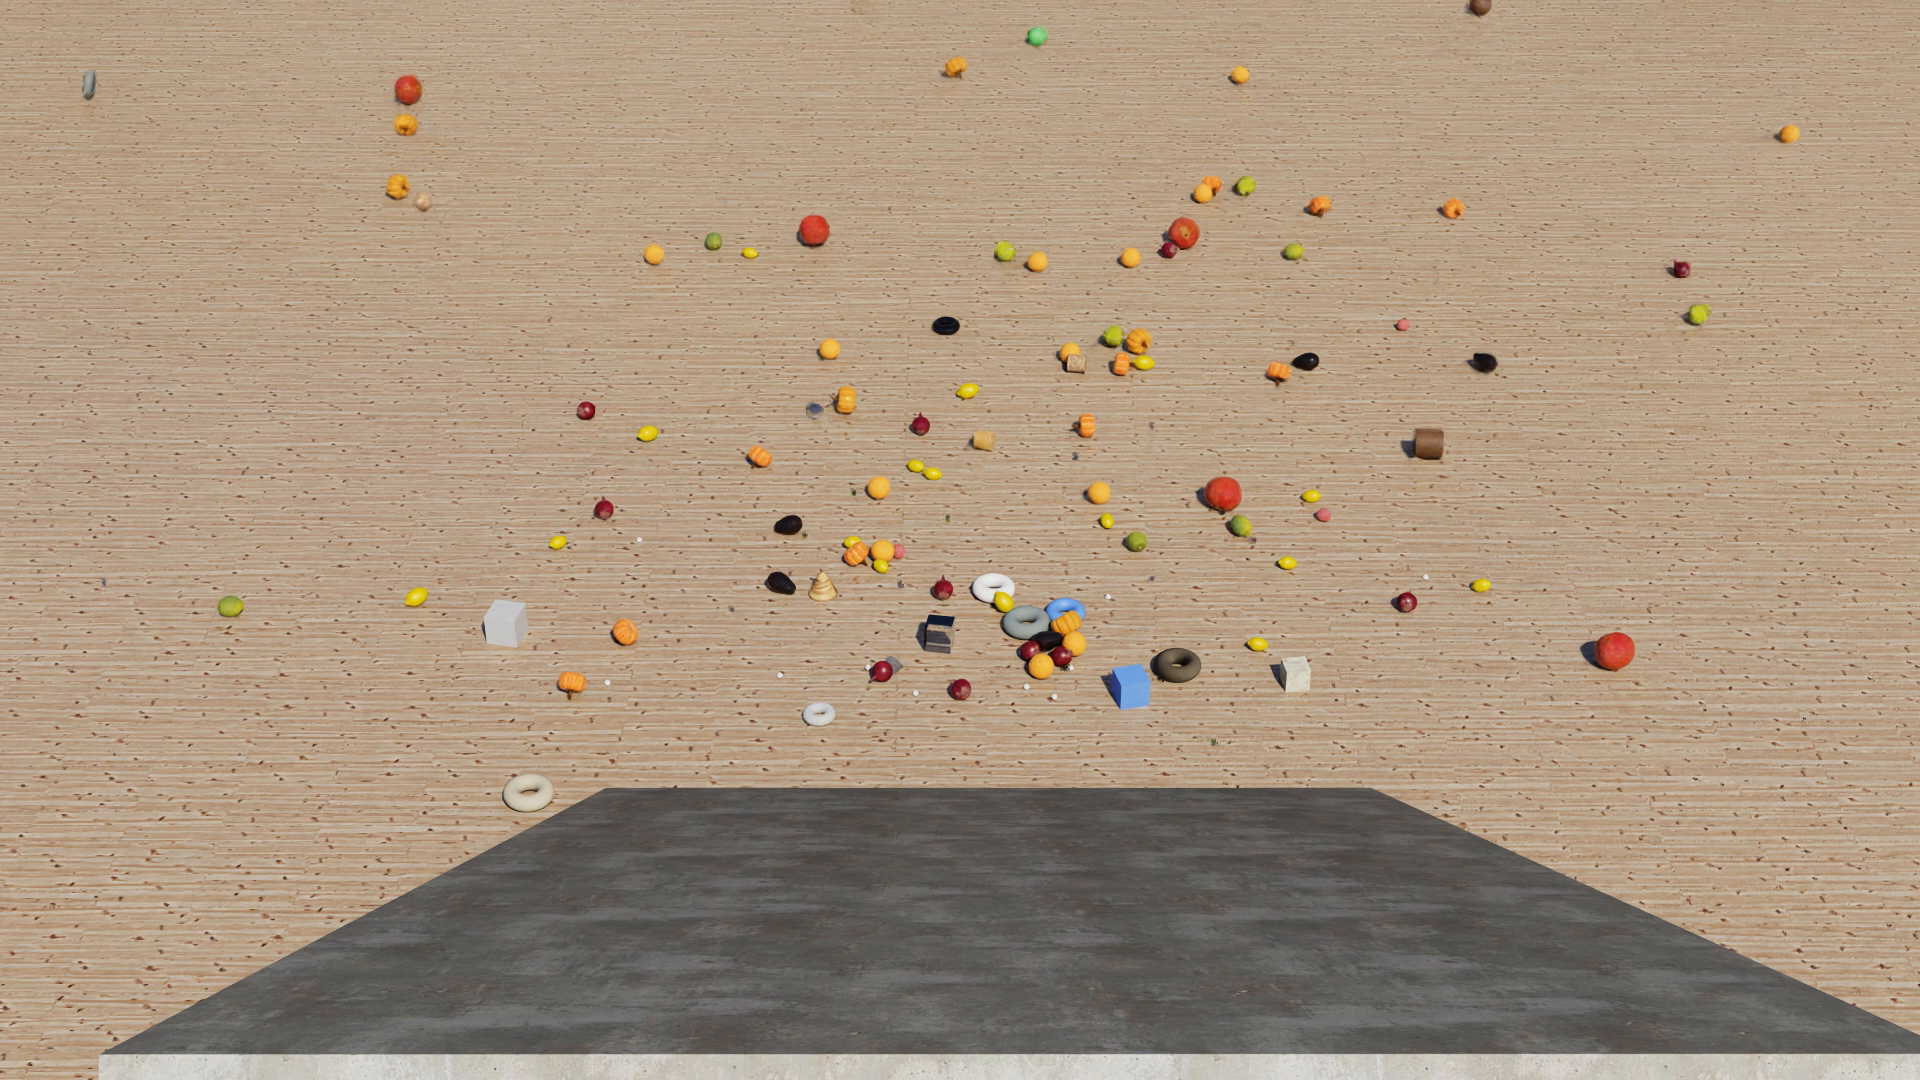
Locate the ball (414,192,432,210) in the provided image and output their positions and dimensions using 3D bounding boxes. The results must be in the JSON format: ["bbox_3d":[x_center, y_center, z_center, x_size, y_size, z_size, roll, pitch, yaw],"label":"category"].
[{"bbox_3d":[-2.016,-1.271,9.738,0.067,0.067,0.067,0,34,0],"label":"ball"}]

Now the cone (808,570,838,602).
[{"bbox_3d":[-0.405,0.120,7.640,0.090,0.090,0.090,0,34,0],"label":"cone"}]

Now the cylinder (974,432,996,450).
[{"bbox_3d":[0.078,-0.319,8.326,0.055,0.055,0.055,10,35,15],"label":"cylinder"}]

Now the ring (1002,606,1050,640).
[{"bbox_3d":[0.193,0.238,7.503,0.139,0.046,0.139,-1,33,1],"label":"ring"}]

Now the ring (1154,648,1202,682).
[{"bbox_3d":[0.615,0.353,7.333,0.135,0.045,0.135,-1,33,1],"label":"ring"}]

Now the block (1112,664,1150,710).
[{"bbox_3d":[0.475,0.408,7.215,0.084,0.084,0.084,-8,35,-12],"label":"block"}]

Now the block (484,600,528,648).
[{"bbox_3d":[-1.304,0.239,7.460,0.092,0.092,0.092,7,34,11],"label":"block"}]

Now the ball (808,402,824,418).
[{"bbox_3d":[-0.474,-0.423,8.484,0.053,0.053,0.053,0,34,0],"label":"ball"}]

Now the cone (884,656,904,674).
[{"bbox_3d":[-0.178,0.356,7.346,0.055,0.055,0.055,9,20,-46],"label":"cone"}]

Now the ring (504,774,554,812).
[{"bbox_3d":[-1.140,0.668,6.862,0.136,0.045,0.136,1,34,-1],"label":"ring"}]

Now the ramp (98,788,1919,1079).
[{"bbox_3d":[0.075,0.650,4.785,2.000,0.100,4.000,0,-1,0],"label":"ramp"}]

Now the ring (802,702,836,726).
[{"bbox_3d":[-0.388,0.480,7.156,0.091,0.030,0.091,-1,33,1],"label":"ring"}]

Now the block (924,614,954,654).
[{"bbox_3d":[-0.059,0.269,7.429,0.077,0.077,0.077,6,34,8],"label":"block"}]

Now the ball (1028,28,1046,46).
[{"bbox_3d":[0.326,-2.138,11.024,0.077,0.077,0.077,0,34,0],"label":"ball"}]

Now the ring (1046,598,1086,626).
[{"bbox_3d":[0.307,0.210,7.551,0.116,0.039,0.116,0,35,0],"label":"ring"}]

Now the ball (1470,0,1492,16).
[{"bbox_3d":[2.267,-2.331,11.295,0.096,0.096,0.096,0,34,0],"label":"ball"}]

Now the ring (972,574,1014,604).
[{"bbox_3d":[0.099,0.142,7.651,0.126,0.042,0.126,1,33,0],"label":"ring"}]

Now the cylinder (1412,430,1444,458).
[{"bbox_3d":[1.494,-0.306,8.279,0.088,0.088,0.088,3,34,4],"label":"cylinder"}]

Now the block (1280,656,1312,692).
[{"bbox_3d":[0.940,0.376,7.276,0.068,0.068,0.068,-4,34,-7],"label":"block"}]

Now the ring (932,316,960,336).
[{"bbox_3d":[-0.048,-0.741,8.978,0.098,0.033,0.098,-1,35,0],"label":"ring"}]

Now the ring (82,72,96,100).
[{"bbox_3d":[-3.545,-1.852,10.570,0.038,0.115,0.115,9,33,-10],"label":"ring"}]
